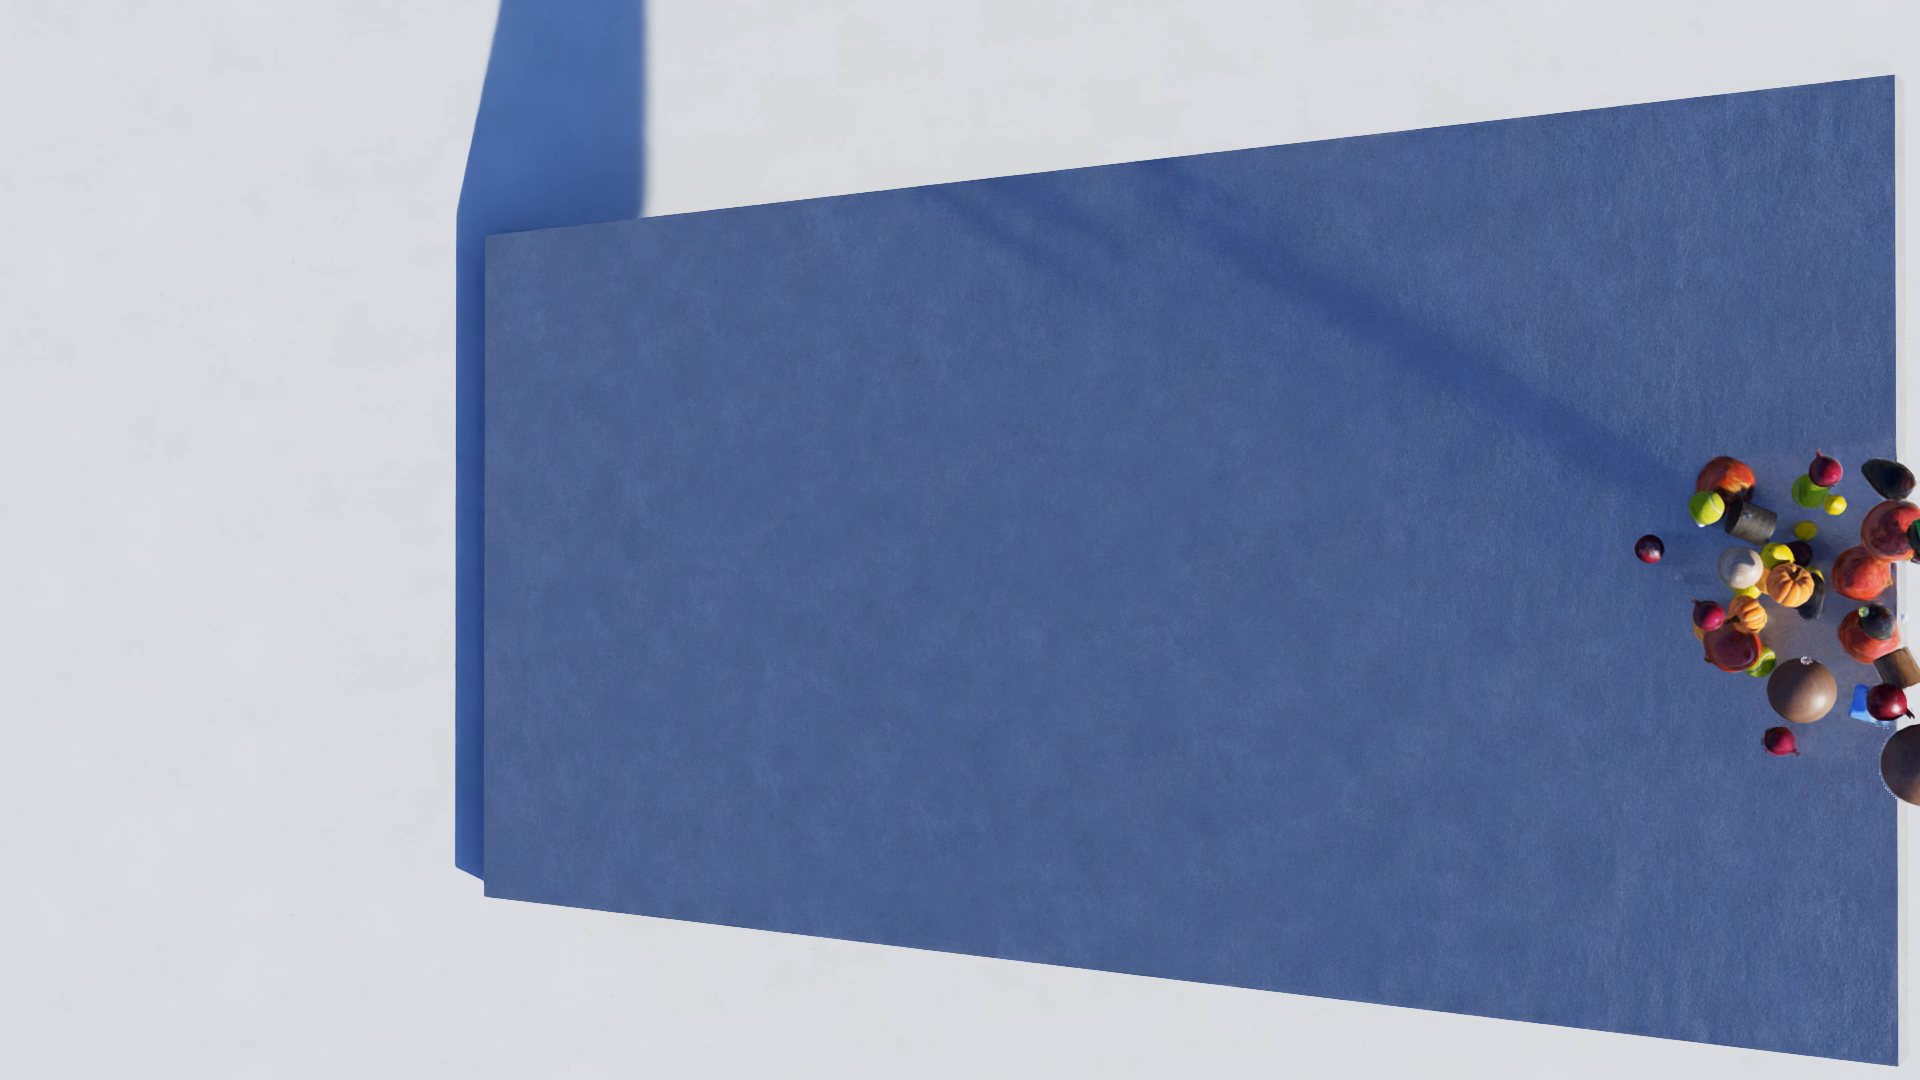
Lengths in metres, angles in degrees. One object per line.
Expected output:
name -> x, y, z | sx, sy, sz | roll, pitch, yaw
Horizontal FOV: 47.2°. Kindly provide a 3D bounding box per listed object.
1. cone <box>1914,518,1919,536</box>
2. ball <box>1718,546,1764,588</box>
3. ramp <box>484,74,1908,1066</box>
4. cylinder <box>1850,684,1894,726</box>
cone -> 1.471, 0.001, 3.315 | 0.094, 0.094, 0.094 | -41, 82, 0
ball -> 1.506, 0.053, 4.242 | 0.083, 0.083, 0.083 | 0, 90, 0
ramp -> 0.252, 0.069, 5.583 | 4.000, 0.100, 2.000 | 0, 89, 34
cylinder -> 1.588, 0.287, 3.831 | 0.060, 0.060, 0.060 | 11, 89, 21
